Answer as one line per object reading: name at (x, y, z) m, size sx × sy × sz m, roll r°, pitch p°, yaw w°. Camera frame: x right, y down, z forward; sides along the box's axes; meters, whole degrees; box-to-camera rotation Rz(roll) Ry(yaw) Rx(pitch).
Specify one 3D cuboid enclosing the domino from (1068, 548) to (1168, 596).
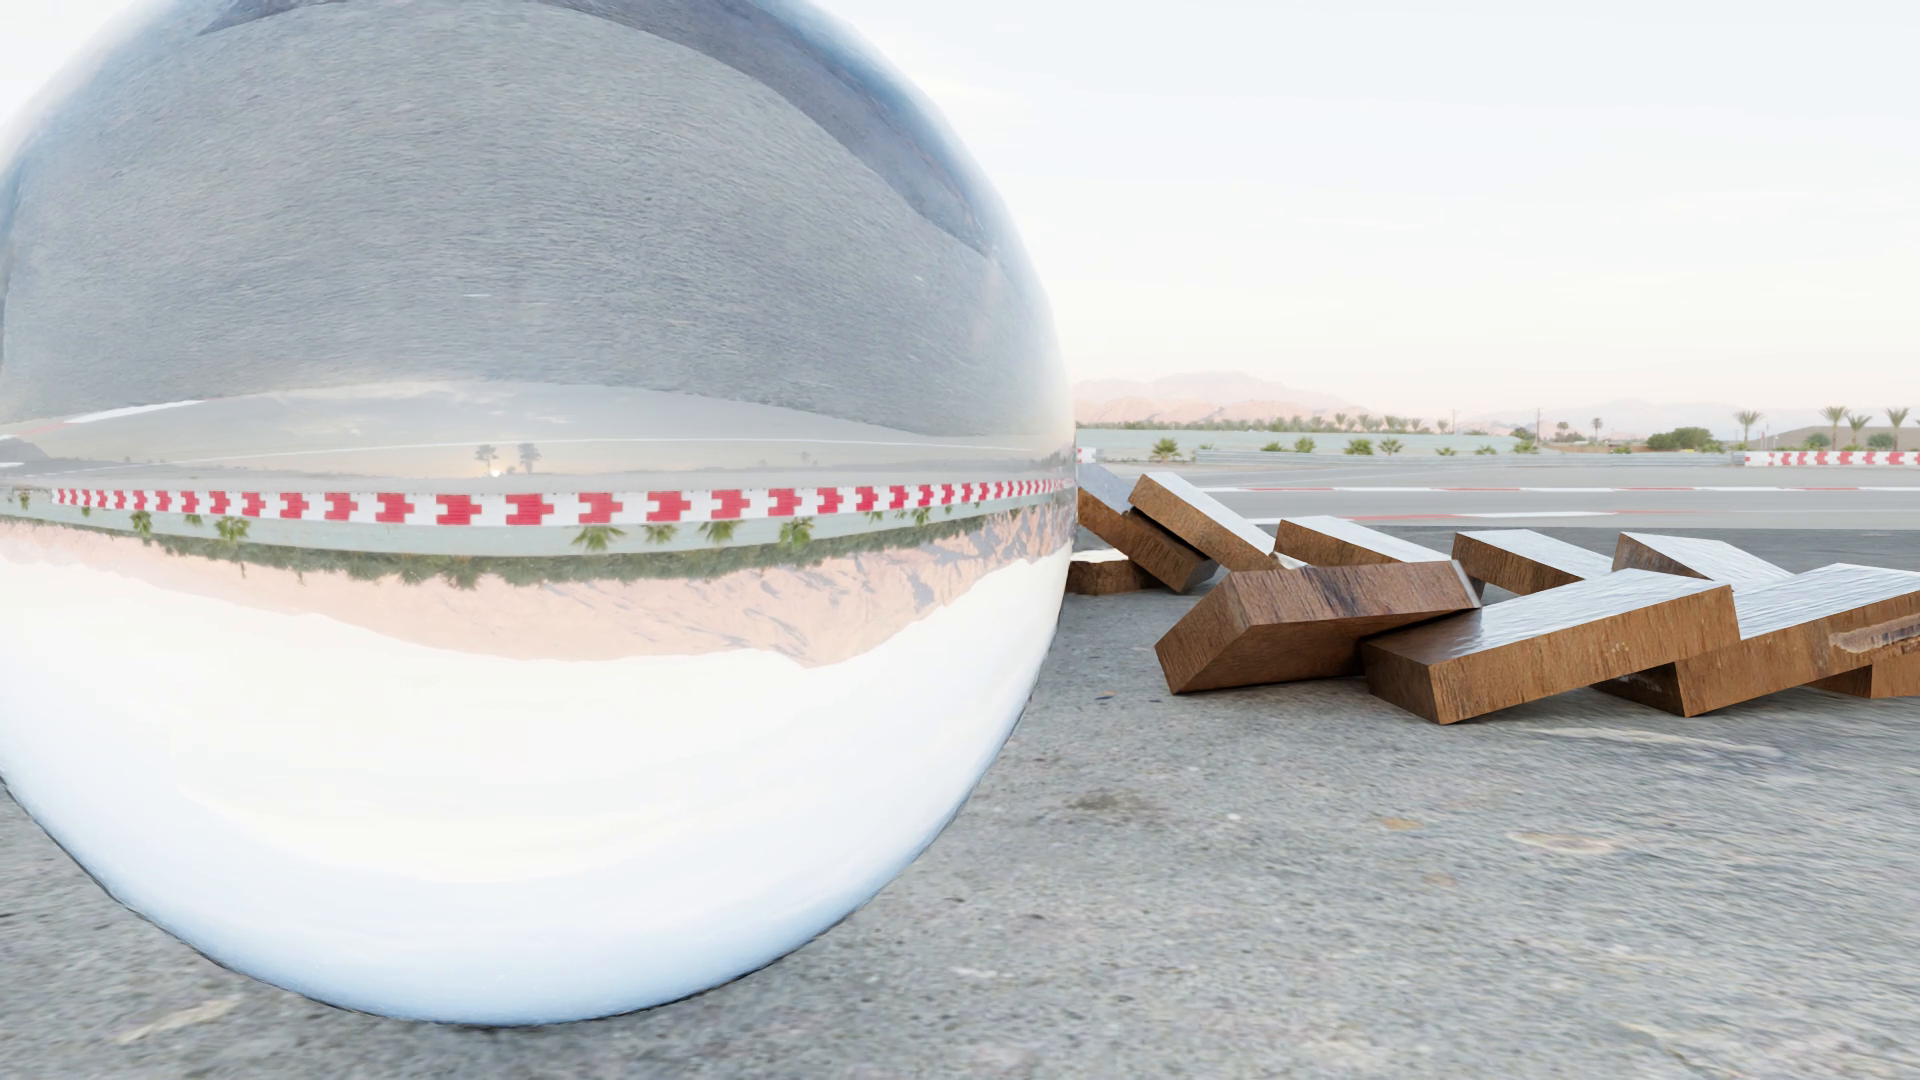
domino at (0.047, 0.009, 0.386) m, size 0.025 × 0.010 × 0.050 m, roll 4°, pitch 6°, yaw 45°

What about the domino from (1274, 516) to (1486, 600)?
domino at (0.115, 0.005, 0.351) m, size 0.025 × 0.010 × 0.050 m, roll -4°, pitch 20°, yaw -43°

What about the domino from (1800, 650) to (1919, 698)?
domino at (0.172, 0.020, 0.234) m, size 0.050 × 0.010 × 0.025 m, roll -1°, pitch 5°, yaw -18°

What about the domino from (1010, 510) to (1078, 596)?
domino at (0.017, 0.004, 0.364) m, size 0.025 × 0.009 × 0.050 m, roll -6°, pitch 15°, yaw 16°

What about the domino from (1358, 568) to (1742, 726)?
domino at (0.094, 0.016, 0.208) m, size 0.050 × 0.010 × 0.025 m, roll -14°, pitch 6°, yaw -5°

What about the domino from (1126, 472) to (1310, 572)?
domino at (0.075, -0.002, 0.372) m, size 0.050 × 0.009 × 0.025 m, roll 36°, pitch 19°, yaw 21°

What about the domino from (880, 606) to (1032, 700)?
domino at (0.000, 0.020, 0.238) m, size 0.025 × 0.009 × 0.050 m, roll 0°, pitch 4°, yaw 1°

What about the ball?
ball at (-0.031, -0.005, 0.099) m, size 0.080 × 0.080 × 0.080 m, roll 0°, pitch 4°, yaw 0°

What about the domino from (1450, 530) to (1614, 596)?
domino at (0.150, 0.009, 0.317) m, size 0.025 × 0.009 × 0.050 m, roll -2°, pitch 17°, yaw -24°

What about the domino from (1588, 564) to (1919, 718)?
domino at (0.134, 0.016, 0.214) m, size 0.050 × 0.009 × 0.025 m, roll -15°, pitch 6°, yaw -5°

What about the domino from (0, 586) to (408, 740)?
domino at (-0.112, 0.018, 0.192) m, size 0.050 × 0.009 × 0.025 m, roll 13°, pitch 2°, yaw -11°

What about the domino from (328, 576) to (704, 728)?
domino at (-0.069, 0.017, 0.204) m, size 0.050 × 0.010 × 0.025 m, roll 13°, pitch 4°, yaw 8°

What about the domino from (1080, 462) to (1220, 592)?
domino at (0.052, -0.005, 0.378) m, size 0.050 × 0.009 × 0.025 m, roll 36°, pitch 26°, yaw 22°

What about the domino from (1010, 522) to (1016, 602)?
domino at (0.001, 0.008, 0.320) m, size 0.025 × 0.009 × 0.050 m, roll 0°, pitch 19°, yaw 1°

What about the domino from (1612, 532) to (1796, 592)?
domino at (0.169, 0.011, 0.283) m, size 0.025 × 0.009 × 0.050 m, roll 5°, pitch 16°, yaw -3°

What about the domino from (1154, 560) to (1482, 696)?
domino at (0.062, 0.015, 0.221) m, size 0.050 × 0.009 × 0.025 m, roll -2°, pitch -31°, yaw -26°

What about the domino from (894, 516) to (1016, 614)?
domino at (-0.001, 0.008, 0.289) m, size 0.025 × 0.009 × 0.050 m, roll 0°, pitch 23°, yaw 1°

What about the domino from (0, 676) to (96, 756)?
domino at (-0.154, 0.018, 0.180) m, size 0.050 × 0.009 × 0.025 m, roll 13°, pitch 0°, yaw -17°
